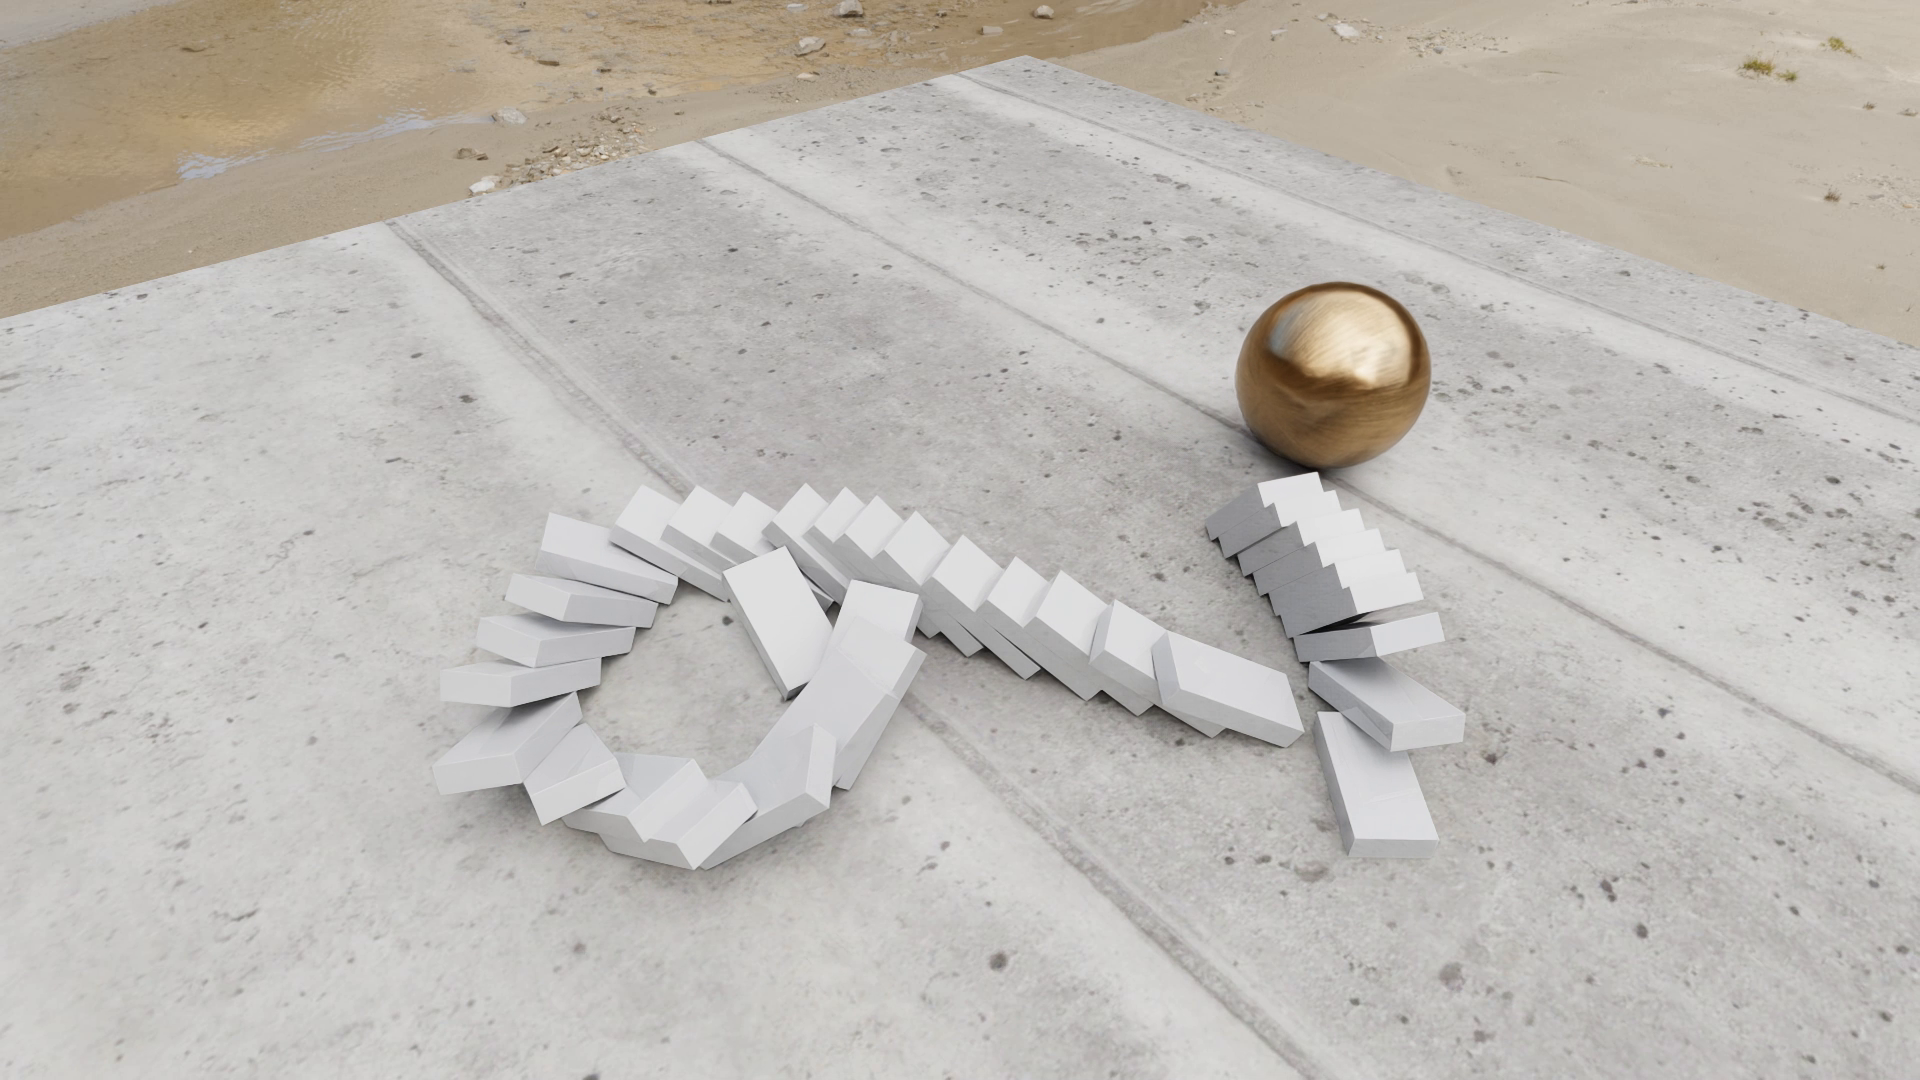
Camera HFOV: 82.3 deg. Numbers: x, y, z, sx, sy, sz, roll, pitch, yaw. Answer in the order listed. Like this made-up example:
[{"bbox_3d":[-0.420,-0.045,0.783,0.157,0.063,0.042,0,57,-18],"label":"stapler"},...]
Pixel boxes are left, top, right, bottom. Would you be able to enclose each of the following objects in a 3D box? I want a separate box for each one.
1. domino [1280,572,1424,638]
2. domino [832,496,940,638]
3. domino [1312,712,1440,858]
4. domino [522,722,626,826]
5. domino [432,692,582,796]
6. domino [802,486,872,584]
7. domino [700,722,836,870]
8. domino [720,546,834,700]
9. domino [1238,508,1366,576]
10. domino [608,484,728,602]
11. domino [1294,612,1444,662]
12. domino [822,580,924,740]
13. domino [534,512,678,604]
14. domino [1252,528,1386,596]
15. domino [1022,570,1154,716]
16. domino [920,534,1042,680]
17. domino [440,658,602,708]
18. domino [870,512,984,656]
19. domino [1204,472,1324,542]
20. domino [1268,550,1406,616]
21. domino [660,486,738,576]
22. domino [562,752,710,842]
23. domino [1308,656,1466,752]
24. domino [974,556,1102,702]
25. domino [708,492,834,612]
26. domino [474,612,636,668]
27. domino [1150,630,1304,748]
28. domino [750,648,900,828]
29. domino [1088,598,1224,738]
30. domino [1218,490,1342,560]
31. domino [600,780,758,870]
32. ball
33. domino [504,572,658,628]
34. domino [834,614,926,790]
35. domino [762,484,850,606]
[{"bbox_3d":[0.136,0.024,0.386,0.025,0.050,0.010,-11,78,-13],"label":"domino"},{"bbox_3d":[-0.021,0.010,0.406,0.050,0.010,0.025,45,43,-9],"label":"domino"},{"bbox_3d":[0.131,0.077,0.350,0.025,0.009,0.050,1,39,1],"label":"domino"},{"bbox_3d":[-0.121,0.071,0.338,0.025,0.009,0.050,-23,14,-25],"label":"domino"},{"bbox_3d":[-0.141,0.063,0.347,0.025,0.009,0.050,-9,13,4],"label":"domino"},{"bbox_3d":[-0.033,0.006,0.413,0.050,0.010,0.025,43,43,-10],"label":"domino"},{"bbox_3d":[-0.059,0.076,0.327,0.050,0.009,0.025,-31,34,24],"label":"domino"},{"bbox_3d":[-0.062,0.029,0.392,0.025,0.009,0.050,-24,71,-26],"label":"domino"},{"bbox_3d":[0.127,0.002,0.413,0.025,0.050,0.009,-11,78,-13],"label":"domino"},{"bbox_3d":[-0.106,0.001,0.424,0.050,0.009,0.025,30,39,-11],"label":"domino"},{"bbox_3d":[0.138,0.034,0.376,0.025,0.050,0.009,-11,84,-13],"label":"domino"},{"bbox_3d":[-0.032,0.040,0.377,0.025,0.009,0.050,12,69,14],"label":"domino"},{"bbox_3d":[-0.133,0.007,0.416,0.050,0.009,0.025,17,28,-22],"label":"domino"},{"bbox_3d":[0.131,0.009,0.404,0.025,0.050,0.010,-11,78,-13],"label":"domino"},{"bbox_3d":[0.048,0.035,0.381,0.050,0.010,0.025,37,46,-3],"label":"domino"},{"bbox_3d":[0.012,0.024,0.394,0.050,0.010,0.025,41,45,-4],"label":"domino"},{"bbox_3d":[-0.144,0.046,0.363,0.025,0.009,0.050,3,1,14],"label":"domino"},{"bbox_3d":[-0.007,0.016,0.400,0.050,0.009,0.025,45,44,-8],"label":"domino"},{"bbox_3d":[0.118,-0.013,0.430,0.025,0.050,0.010,-11,78,-13],"label":"domino"},{"bbox_3d":[0.135,0.016,0.396,0.025,0.050,0.009,-11,78,-13],"label":"domino"},{"bbox_3d":[-0.086,0.002,0.422,0.050,0.009,0.025,32,41,-8],"label":"domino"},{"bbox_3d":[-0.100,0.076,0.330,0.050,0.009,0.025,-8,25,46],"label":"domino"},{"bbox_3d":[0.139,0.053,0.363,0.025,0.009,0.050,-5,17,-11],"label":"domino"},{"bbox_3d":[0.032,0.031,0.387,0.050,0.010,0.025,38,46,-2],"label":"domino"},{"bbox_3d":[-0.067,0.005,0.419,0.050,0.009,0.025,32,41,-8],"label":"domino"},{"bbox_3d":[-0.139,0.033,0.381,0.025,0.010,0.050,16,6,19],"label":"domino"},{"bbox_3d":[0.088,0.050,0.365,0.050,0.010,0.025,21,38,-19],"label":"domino"},{"bbox_3d":[-0.044,0.062,0.346,0.025,0.009,0.050,37,87,33],"label":"domino"},{"bbox_3d":[0.069,0.043,0.372,0.050,0.010,0.025,31,41,-8],"label":"domino"},{"bbox_3d":[0.122,-0.005,0.421,0.025,0.050,0.009,-11,78,-13],"label":"domino"},{"bbox_3d":[-0.084,0.082,0.324,0.050,0.009,0.025,-8,25,46],"label":"domino"},{"bbox_3d":[0.160,-0.070,0.474,0.080,0.080,0.080,0,39,0],"label":"ball"},{"bbox_3d":[-0.133,0.022,0.391,0.025,0.010,0.050,16,-1,20],"label":"domino"},{"bbox_3d":[-0.035,0.052,0.357,0.025,0.009,0.050,27,83,27],"label":"domino"},{"bbox_3d":[-0.048,0.005,0.414,0.050,0.010,0.025,44,43,-10],"label":"domino"}]
